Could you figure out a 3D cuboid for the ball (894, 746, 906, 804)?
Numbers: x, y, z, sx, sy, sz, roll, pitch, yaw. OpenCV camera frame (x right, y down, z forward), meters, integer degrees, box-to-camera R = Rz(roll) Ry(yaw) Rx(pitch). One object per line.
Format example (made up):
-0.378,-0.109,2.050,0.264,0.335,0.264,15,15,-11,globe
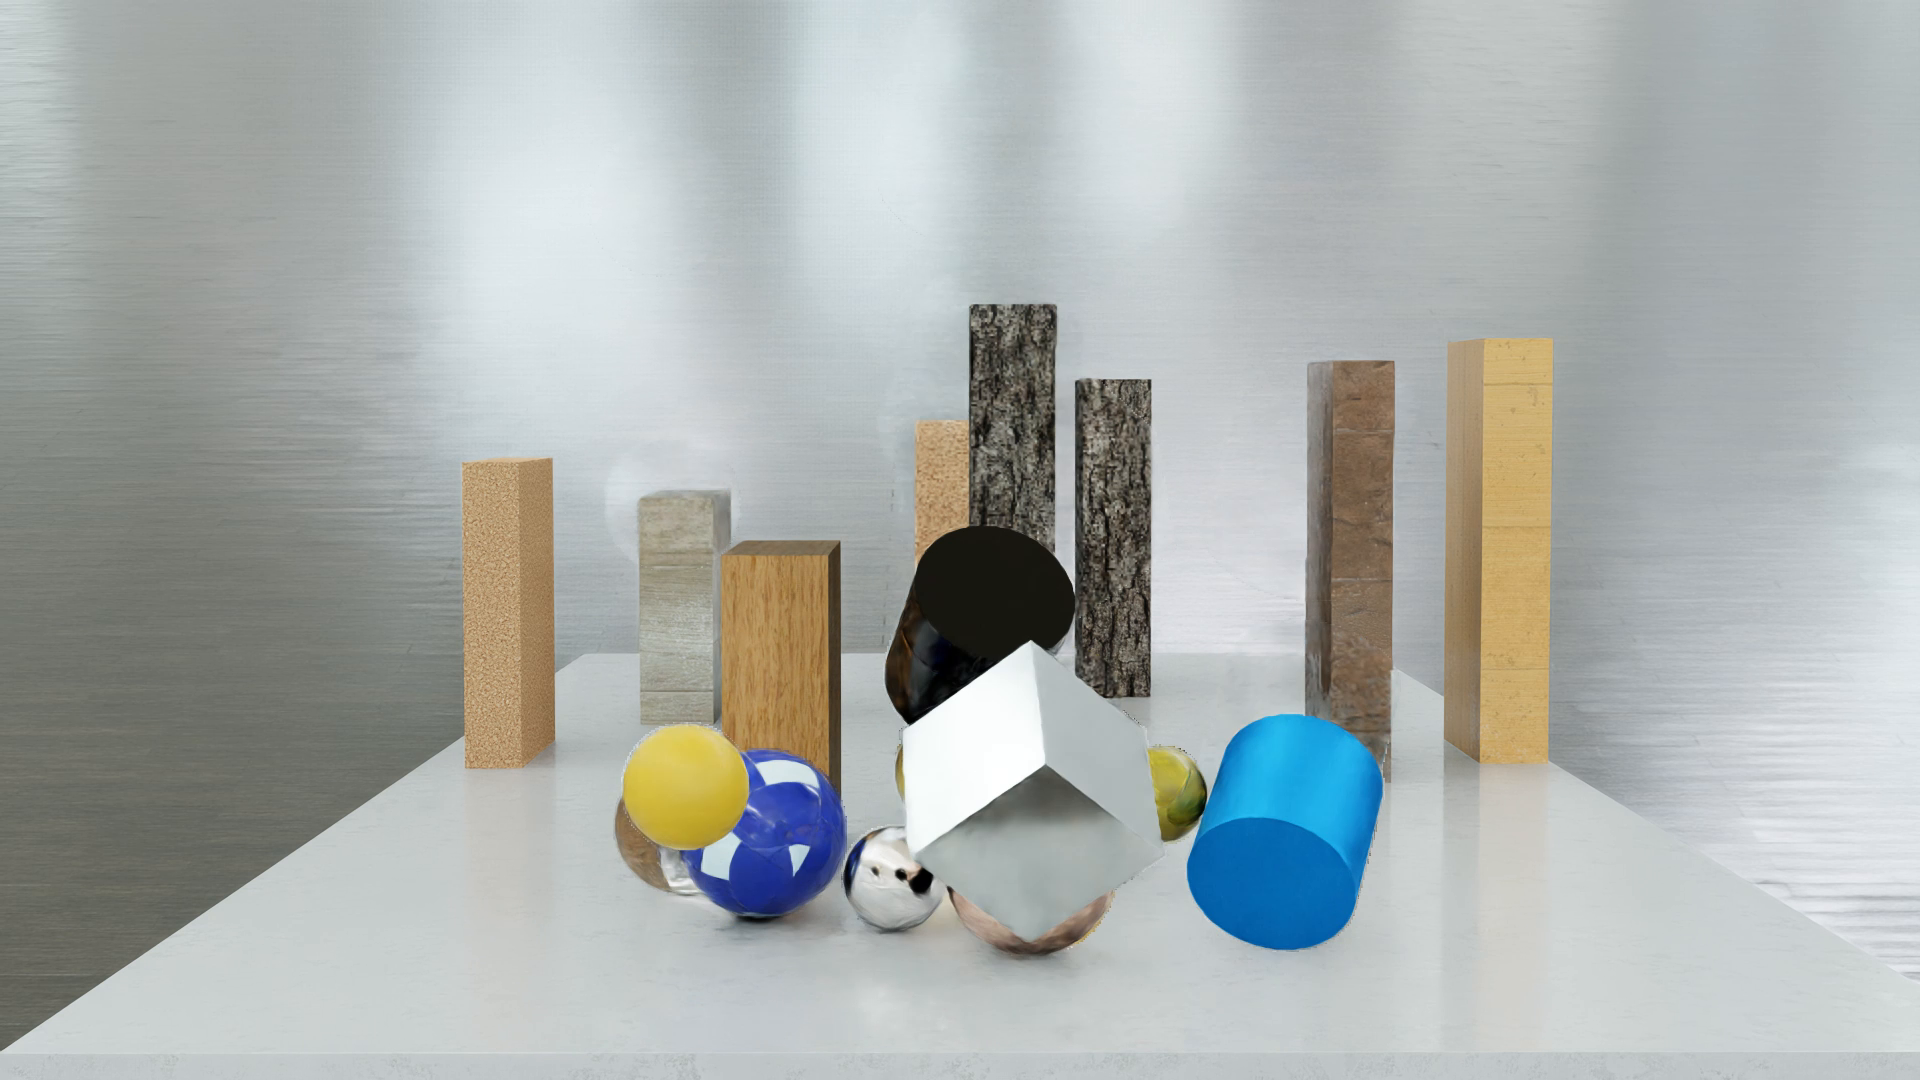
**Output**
-0.018,0.350,3.875,0.163,0.163,0.163,0,21,0,ball

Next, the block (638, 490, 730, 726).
-0.561,0.131,5.275,0.145,0.451,0.406,0,3,0,block

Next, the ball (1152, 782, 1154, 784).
0.191,0.361,3.637,0.167,0.167,0.167,0,21,0,ball

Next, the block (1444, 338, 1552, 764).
0.979,0.012,4.692,0.121,0.749,0.336,0,3,0,block

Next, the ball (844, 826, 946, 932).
-0.078,0.410,3.114,0.126,0.126,0.126,0,21,0,ball

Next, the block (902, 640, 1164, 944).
0.072,0.260,2.648,0.182,0.182,0.182,-37,33,23,block

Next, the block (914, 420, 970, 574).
-0.015,0.057,5.239,0.149,0.602,0.319,0,3,0,block

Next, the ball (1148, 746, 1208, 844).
0.238,0.305,3.072,0.115,0.115,0.115,0,21,0,ball

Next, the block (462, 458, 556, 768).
-0.816,0.122,4.664,0.099,0.535,0.379,0,3,0,block

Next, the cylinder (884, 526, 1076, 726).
0.023,0.124,3.261,0.204,0.204,0.204,7,53,-10,cylinder

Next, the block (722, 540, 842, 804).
-0.246,0.228,3.610,0.142,0.436,0.372,0,3,0,block

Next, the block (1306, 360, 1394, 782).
0.672,0.046,4.452,0.102,0.707,0.316,0,3,0,block

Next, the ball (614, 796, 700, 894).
-0.360,0.371,3.350,0.178,0.178,0.178,0,21,0,ball

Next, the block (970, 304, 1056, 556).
0.087,0.004,4.385,0.140,0.798,0.328,0,3,0,block

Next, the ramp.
0.049,0.446,4.532,2.000,0.100,4.000,0,3,0,ramp

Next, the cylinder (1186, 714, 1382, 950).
0.382,0.340,3.006,0.195,0.195,0.195,6,35,16,cylinder

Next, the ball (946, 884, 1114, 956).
0.081,0.381,2.978,0.199,0.199,0.199,0,21,0,ball

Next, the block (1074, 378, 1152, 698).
0.338,-0.013,5.722,0.148,0.687,0.361,0,3,0,block

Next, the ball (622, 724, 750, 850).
-0.303,0.273,2.845,0.140,0.140,0.140,0,21,0,ball

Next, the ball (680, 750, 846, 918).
-0.246,0.365,3.194,0.208,0.208,0.208,0,21,0,ball
